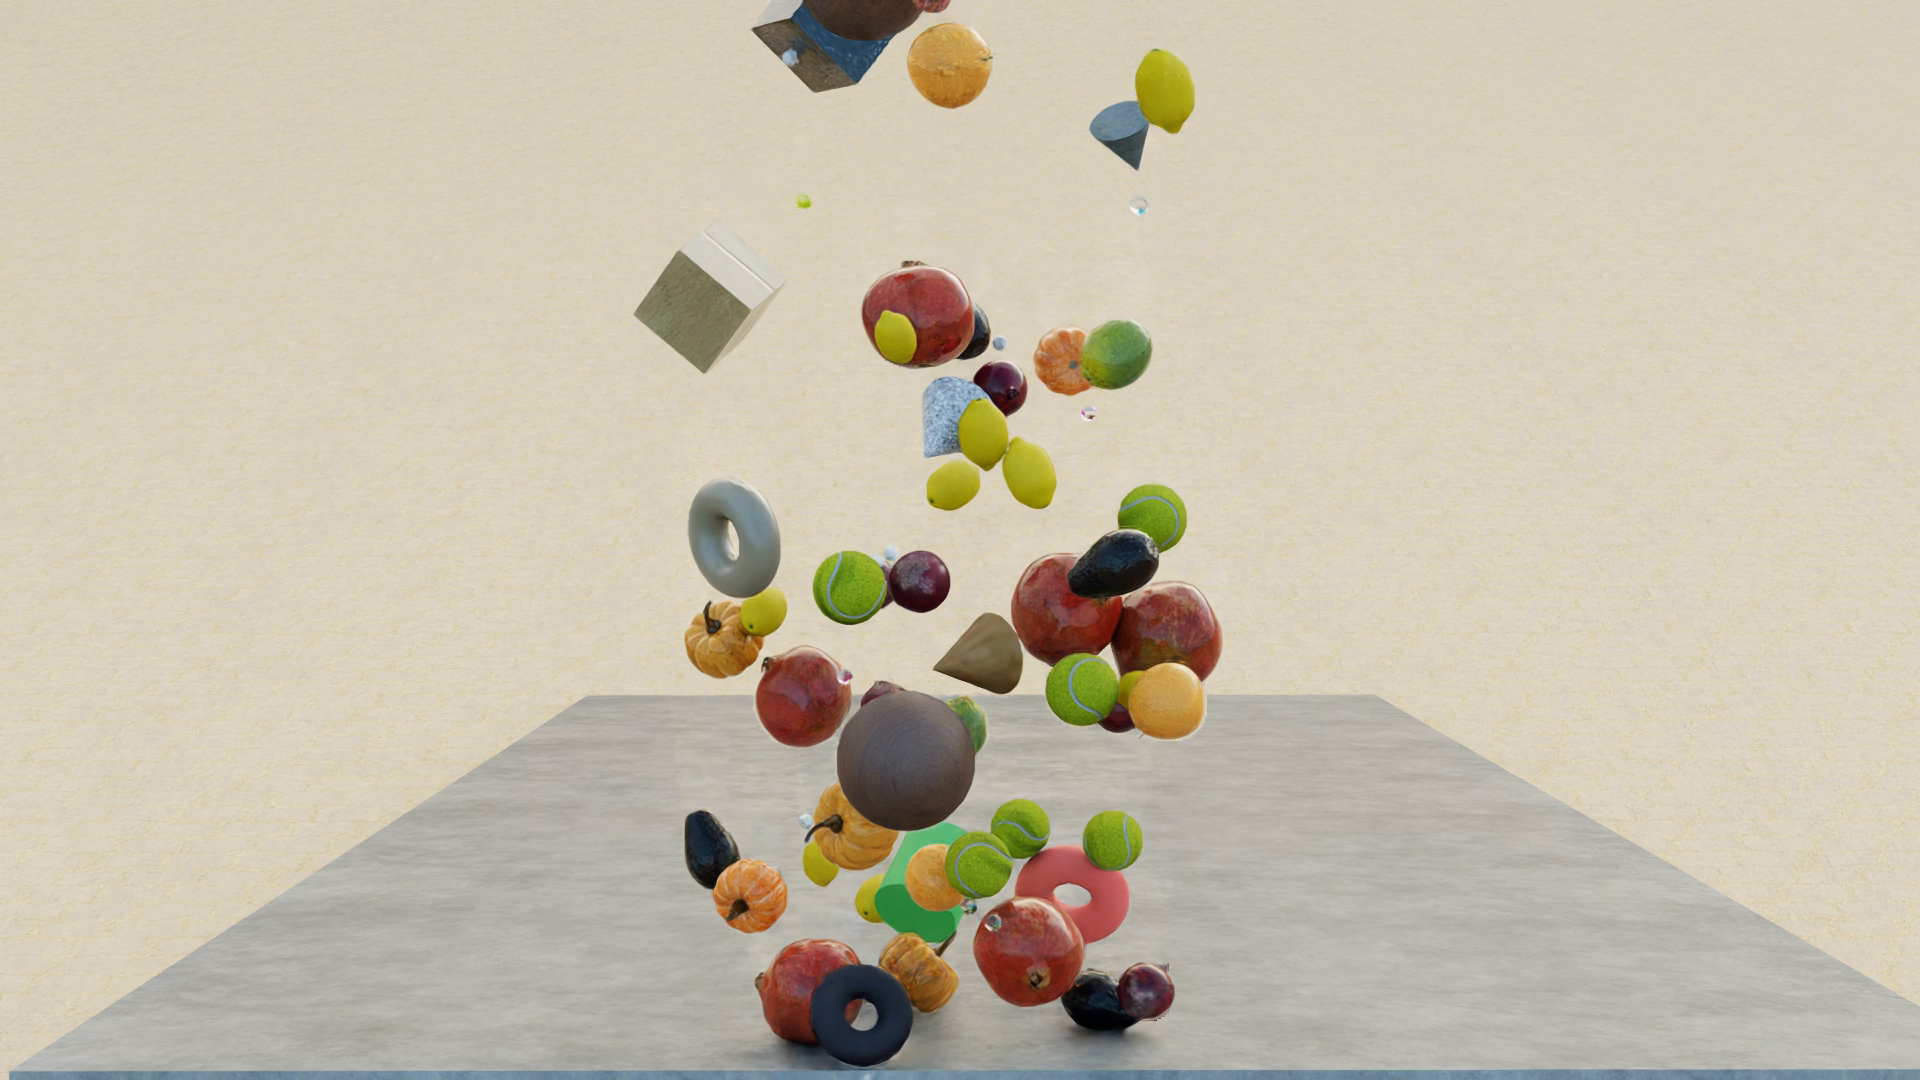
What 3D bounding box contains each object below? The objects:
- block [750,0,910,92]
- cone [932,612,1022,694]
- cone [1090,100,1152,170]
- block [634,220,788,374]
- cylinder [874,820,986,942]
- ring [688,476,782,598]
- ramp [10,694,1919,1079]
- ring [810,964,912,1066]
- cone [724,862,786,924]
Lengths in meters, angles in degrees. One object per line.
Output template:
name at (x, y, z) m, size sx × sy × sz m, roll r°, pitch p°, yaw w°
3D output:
block at (-0.133, -0.528, 2.623) m, size 0.096 × 0.096 × 0.096 m, roll -55°, pitch 26°, yaw -15°
cone at (0.004, 0.114, 2.426) m, size 0.079 × 0.079 × 0.079 m, roll -12°, pitch 26°, yaw -39°
cone at (0.156, -0.364, 2.379) m, size 0.059 × 0.059 × 0.059 m, roll -14°, pitch 41°, yaw 12°
block at (-0.266, -0.260, 2.751) m, size 0.099 × 0.099 × 0.099 m, roll 40°, pitch 32°, yaw -1°
cylinder at (-0.033, 0.384, 2.900) m, size 0.098 × 0.098 × 0.098 m, roll 9°, pitch 46°, yaw 19°
ring at (-0.241, -0.003, 2.747) m, size 0.044 × 0.132 × 0.132 m, roll -16°, pitch 29°, yaw -41°
ramp at (0.056, 0.509, 4.552) m, size 2.000 × 0.100 × 4.000 m, roll 0°, pitch 2°, yaw 0°
ring at (-0.099, 0.476, 2.584) m, size 0.104 × 0.035 × 0.104 m, roll 6°, pitch 62°, yaw -12°
cone at (-0.210, 0.397, 2.782) m, size 0.072 × 0.072 × 0.072 m, roll -10°, pitch 25°, yaw -22°
